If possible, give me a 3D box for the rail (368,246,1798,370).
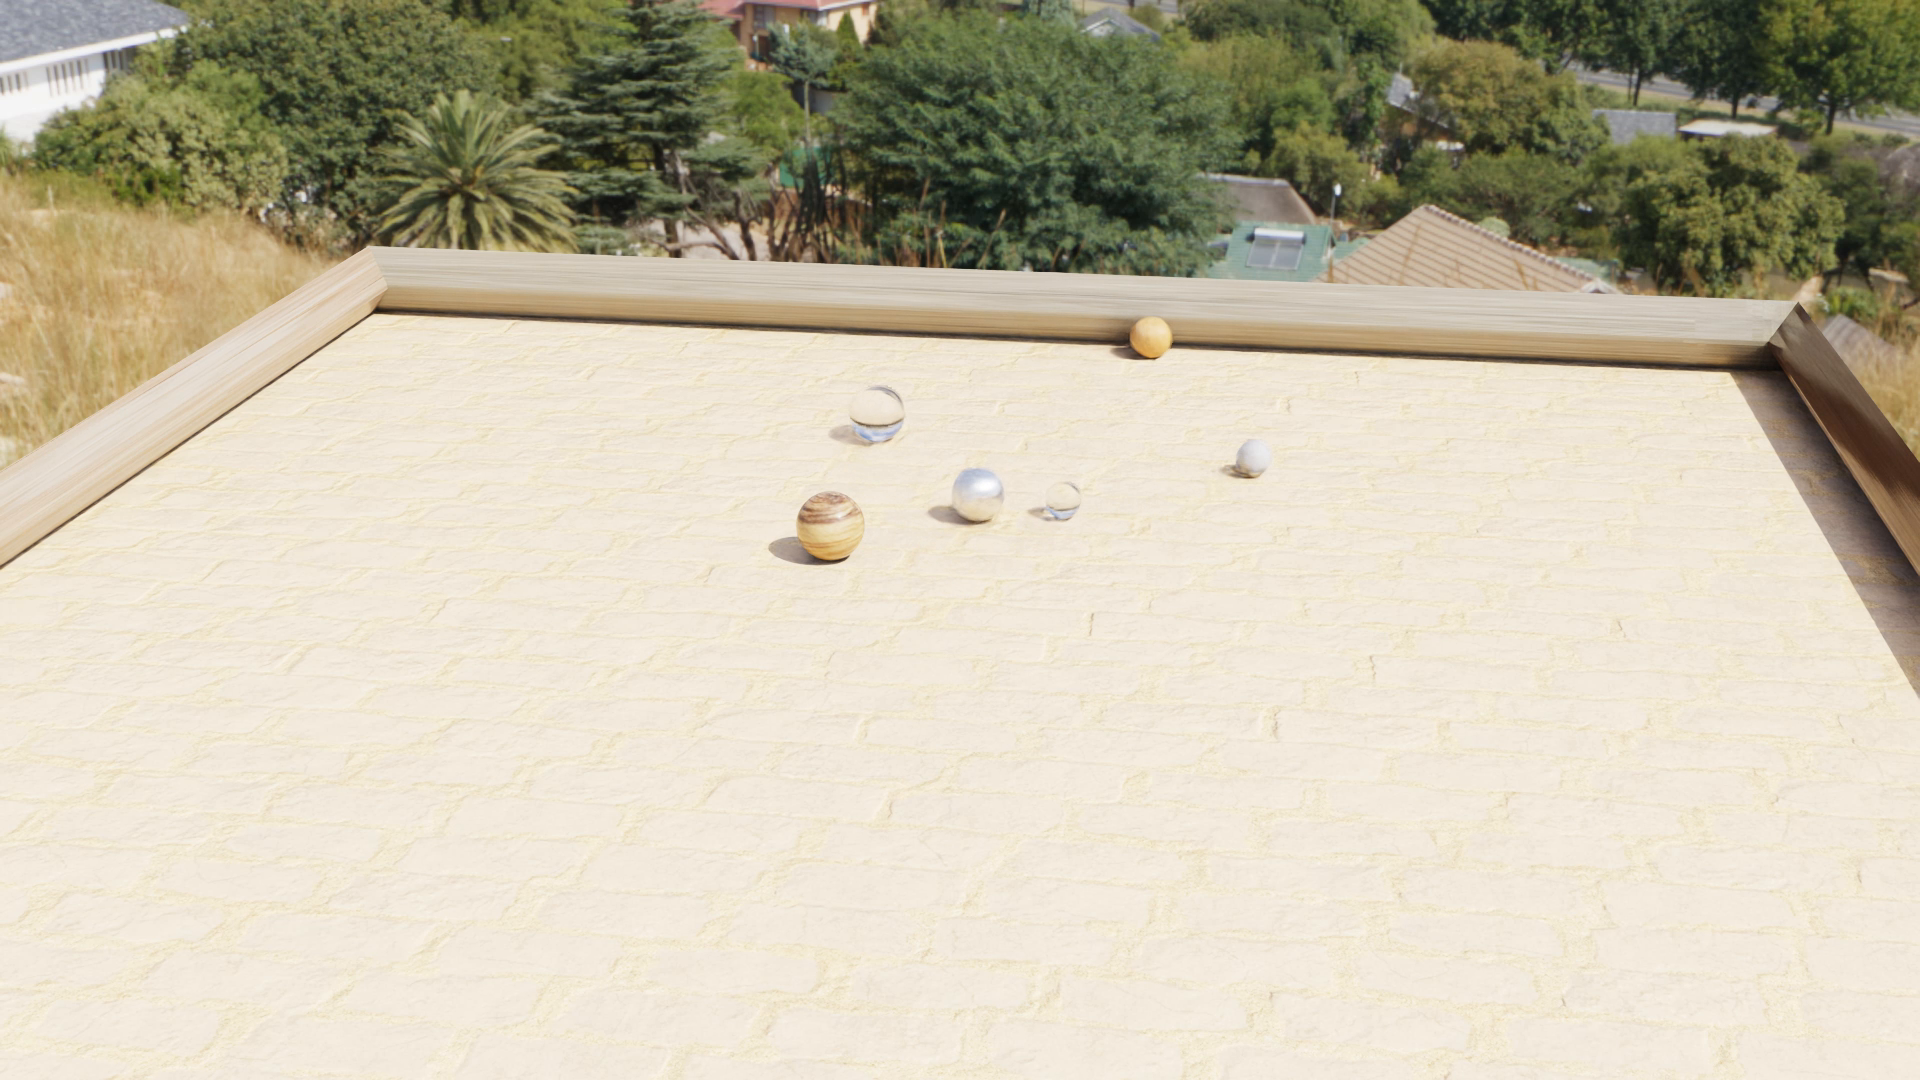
[{"bbox_3d":[0.134,-0.346,3.312,2.166,0.103,0.045,3,22,8],"label":"rail"}]

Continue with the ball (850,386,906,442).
[{"bbox_3d":[-0.109,-0.166,2.901,0.073,0.073,0.073,0,22,0],"label":"ball"}]

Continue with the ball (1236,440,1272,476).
[{"bbox_3d":[0.371,-0.103,2.781,0.045,0.045,0.045,0,22,0],"label":"ball"}]

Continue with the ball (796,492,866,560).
[{"bbox_3d":[-0.148,-0.016,2.516,0.080,0.080,0.080,0,22,0],"label":"ball"}]

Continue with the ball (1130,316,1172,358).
[{"bbox_3d":[0.282,-0.300,3.254,0.062,0.062,0.062,0,22,0],"label":"ball"}]

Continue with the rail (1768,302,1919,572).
[{"bbox_3d":[0.910,0.373,1.502,0.045,0.103,3.665,3,22,8],"label":"rail"}]

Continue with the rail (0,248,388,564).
[{"bbox_3d":[-1.185,0.256,1.797,0.045,0.103,3.665,3,22,8],"label":"rail"}]

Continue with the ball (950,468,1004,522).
[{"bbox_3d":[0.021,-0.054,2.631,0.065,0.065,0.065,0,22,0],"label":"ball"}]

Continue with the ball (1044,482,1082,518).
[{"bbox_3d":[0.124,-0.048,2.643,0.044,0.044,0.044,0,22,0],"label":"ball"}]
